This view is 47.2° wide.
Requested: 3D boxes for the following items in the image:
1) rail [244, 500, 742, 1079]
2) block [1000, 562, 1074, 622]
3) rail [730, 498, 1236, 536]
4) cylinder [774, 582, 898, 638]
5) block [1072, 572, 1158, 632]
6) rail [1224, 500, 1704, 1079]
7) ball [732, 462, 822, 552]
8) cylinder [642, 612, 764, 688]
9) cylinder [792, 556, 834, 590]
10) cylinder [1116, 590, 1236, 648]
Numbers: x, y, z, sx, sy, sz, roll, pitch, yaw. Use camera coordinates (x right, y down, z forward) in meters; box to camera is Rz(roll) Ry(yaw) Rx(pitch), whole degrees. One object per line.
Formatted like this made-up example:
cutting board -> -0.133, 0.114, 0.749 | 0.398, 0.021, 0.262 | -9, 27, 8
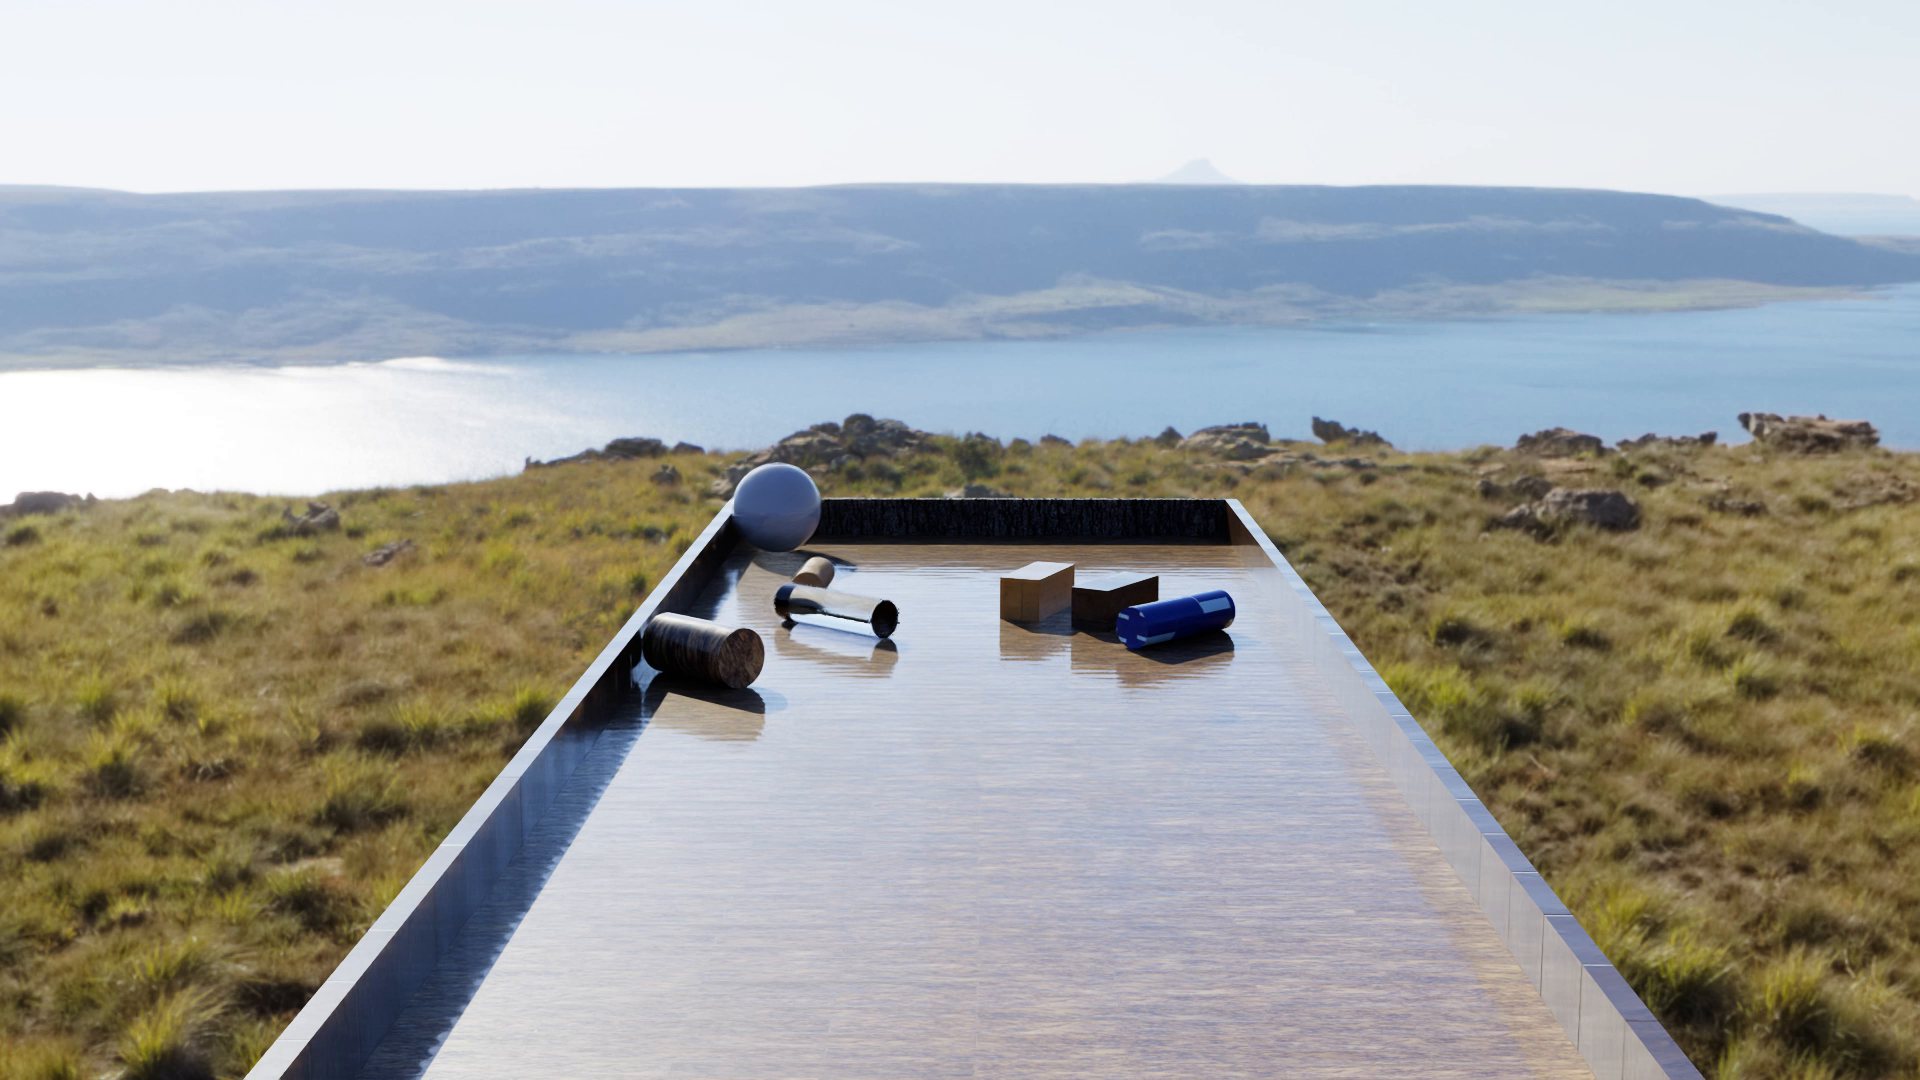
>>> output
rail -> -1.004, 0.839, 3.234 | 0.050, 0.150, 12.000 | 0, 9, 1
block -> 0.265, 0.173, 7.472 | 0.140, 0.140, 0.343 | 4, 10, 23
rail -> 0.099, -0.098, 9.147 | 2.100, 0.150, 0.050 | 0, 9, 1
cylinder -> -0.406, 0.229, 7.170 | 0.456, 0.124, 0.124 | 8, 12, 43
block -> 0.517, 0.203, 7.297 | 0.136, 0.136, 0.351 | 6, 11, 32
rail -> 1.046, 0.843, 3.208 | 0.050, 0.150, 12.000 | 0, 9, 1
ball -> -0.722, -0.129, 8.691 | 0.354, 0.354, 0.354 | 0, 9, 0
cylinder -> -0.751, 0.321, 6.422 | 0.345, 0.176, 0.176 | 8, 12, 43
cylinder -> -0.518, 0.141, 7.760 | 0.112, 0.112, 0.321 | 1, 9, 4
cylinder -> 0.691, 0.250, 7.011 | 0.132, 0.132, 0.438 | 9, 13, 44
